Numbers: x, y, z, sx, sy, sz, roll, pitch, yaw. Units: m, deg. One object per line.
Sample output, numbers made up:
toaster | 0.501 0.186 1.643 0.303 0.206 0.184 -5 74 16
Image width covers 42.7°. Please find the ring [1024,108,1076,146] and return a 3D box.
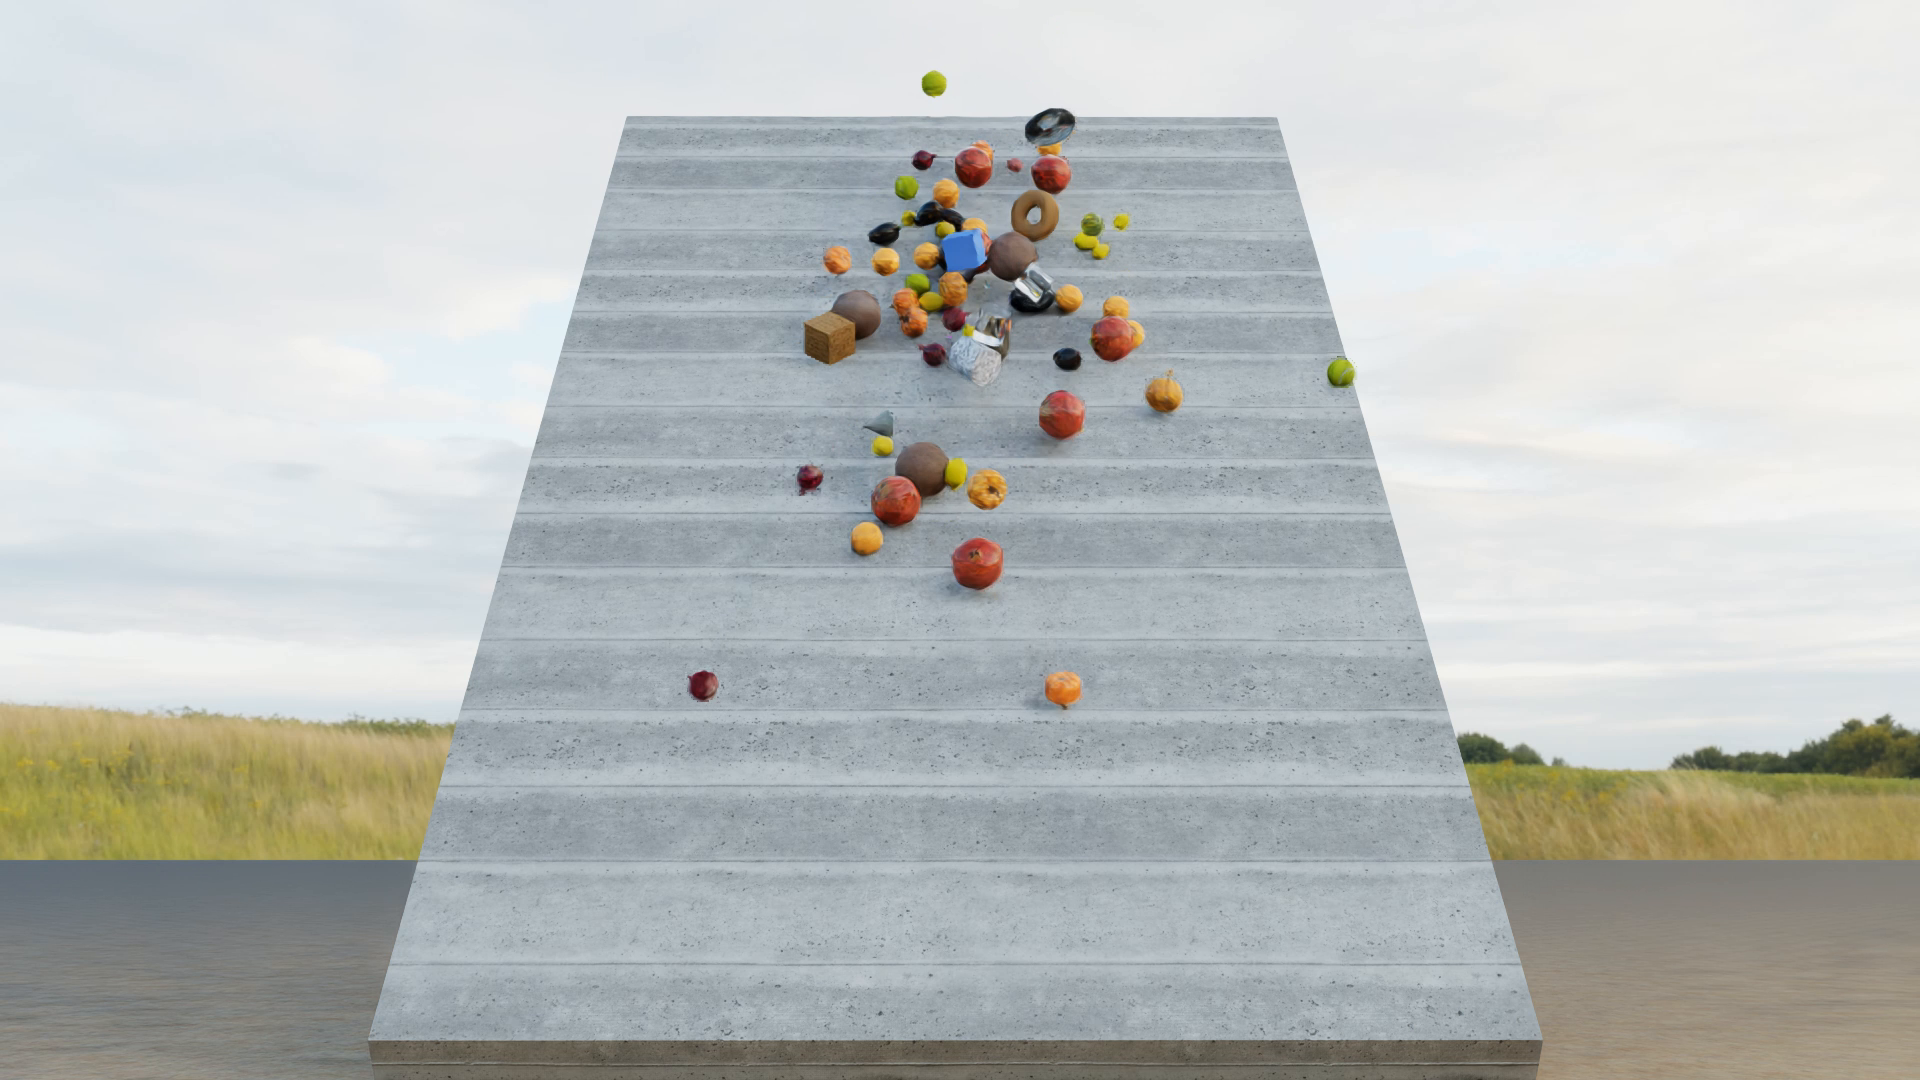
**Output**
ring | 0.249 -1.142 6.792 0.147 0.049 0.147 -16 -21 -6

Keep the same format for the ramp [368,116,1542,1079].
ramp | -0.015 -0.183 5.888 2.000 0.100 4.000 0 33 0

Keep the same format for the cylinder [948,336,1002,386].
cylinder | 0.037 -0.440 6.024 0.094 0.094 0.094 7 21 -43

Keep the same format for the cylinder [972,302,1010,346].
cylinder | 0.078 -0.527 5.988 0.076 0.076 0.076 12 31 -7

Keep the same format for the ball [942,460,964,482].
ball | -0.017 -0.161 5.712 0.051 0.051 0.051 0 -7 0

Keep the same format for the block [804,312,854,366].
block | -0.331 -0.512 6.224 0.090 0.090 0.090 28 42 36

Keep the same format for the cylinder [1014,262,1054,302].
cylinder | 0.189 -0.656 6.251 0.076 0.076 0.076 39 -9 1

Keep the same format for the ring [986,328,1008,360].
ring | 0.088 -0.516 6.188 0.045 0.135 0.135 -5 -8 17

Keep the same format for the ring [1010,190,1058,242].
ring | 0.207 -0.899 6.799 0.146 0.146 0.049 -4 -6 29

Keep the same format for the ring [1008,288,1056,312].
ring | 0.190 -0.637 6.464 0.123 0.041 0.123 -4 32 2

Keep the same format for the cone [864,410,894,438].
cone | -0.200 -0.270 5.784 0.067 0.067 0.067 -5 -5 -23

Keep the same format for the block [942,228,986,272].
block | 0.011 -0.742 6.279 0.084 0.084 0.084 -8 16 16
